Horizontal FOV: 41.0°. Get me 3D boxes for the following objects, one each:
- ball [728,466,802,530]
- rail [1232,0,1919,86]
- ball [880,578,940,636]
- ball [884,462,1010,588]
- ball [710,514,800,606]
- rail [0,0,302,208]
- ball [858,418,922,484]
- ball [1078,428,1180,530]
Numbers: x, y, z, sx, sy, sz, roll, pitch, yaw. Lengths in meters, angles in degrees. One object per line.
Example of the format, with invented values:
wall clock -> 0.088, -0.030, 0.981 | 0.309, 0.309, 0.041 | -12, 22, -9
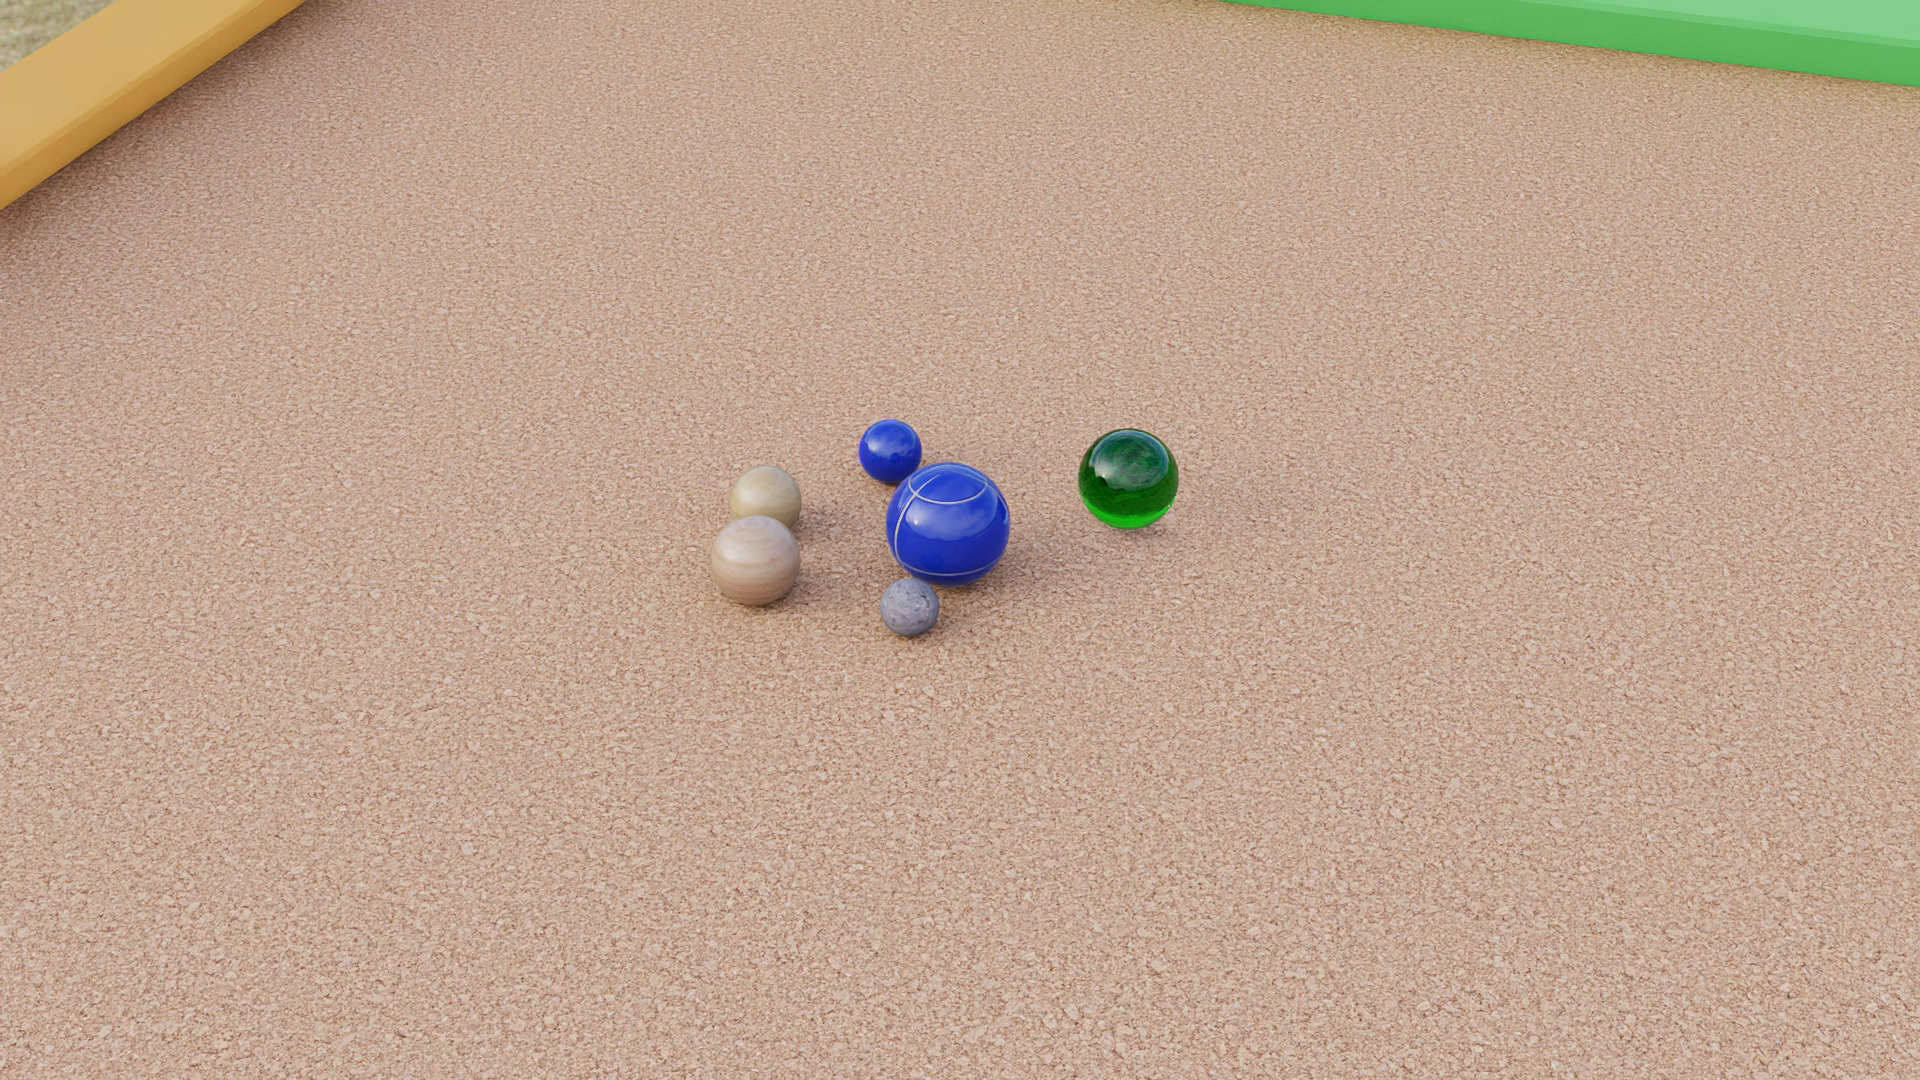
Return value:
ball -> -0.154, -0.030, 2.037 | 0.058, 0.058, 0.058 | 0, 33, 0
rail -> 1.433, -0.461, 2.625 | 4.426, 0.126, 0.045 | 10, 35, 15
ball -> -0.038, 0.050, 1.927 | 0.045, 0.045, 0.045 | 0, 33, 0
ball -> -0.009, -0.012, 1.974 | 0.097, 0.097, 0.097 | 0, 33, 0
ball -> -0.156, 0.015, 1.958 | 0.069, 0.069, 0.069 | 0, 33, 0
rail -> -1.027, -0.216, 2.254 | 0.045, 0.126, 2.459 | 10, 35, 15
ball -> -0.057, -0.073, 2.106 | 0.053, 0.053, 0.053 | 0, 33, 0
ball -> 0.134, -0.049, 2.044 | 0.081, 0.081, 0.081 | 0, 33, 0
